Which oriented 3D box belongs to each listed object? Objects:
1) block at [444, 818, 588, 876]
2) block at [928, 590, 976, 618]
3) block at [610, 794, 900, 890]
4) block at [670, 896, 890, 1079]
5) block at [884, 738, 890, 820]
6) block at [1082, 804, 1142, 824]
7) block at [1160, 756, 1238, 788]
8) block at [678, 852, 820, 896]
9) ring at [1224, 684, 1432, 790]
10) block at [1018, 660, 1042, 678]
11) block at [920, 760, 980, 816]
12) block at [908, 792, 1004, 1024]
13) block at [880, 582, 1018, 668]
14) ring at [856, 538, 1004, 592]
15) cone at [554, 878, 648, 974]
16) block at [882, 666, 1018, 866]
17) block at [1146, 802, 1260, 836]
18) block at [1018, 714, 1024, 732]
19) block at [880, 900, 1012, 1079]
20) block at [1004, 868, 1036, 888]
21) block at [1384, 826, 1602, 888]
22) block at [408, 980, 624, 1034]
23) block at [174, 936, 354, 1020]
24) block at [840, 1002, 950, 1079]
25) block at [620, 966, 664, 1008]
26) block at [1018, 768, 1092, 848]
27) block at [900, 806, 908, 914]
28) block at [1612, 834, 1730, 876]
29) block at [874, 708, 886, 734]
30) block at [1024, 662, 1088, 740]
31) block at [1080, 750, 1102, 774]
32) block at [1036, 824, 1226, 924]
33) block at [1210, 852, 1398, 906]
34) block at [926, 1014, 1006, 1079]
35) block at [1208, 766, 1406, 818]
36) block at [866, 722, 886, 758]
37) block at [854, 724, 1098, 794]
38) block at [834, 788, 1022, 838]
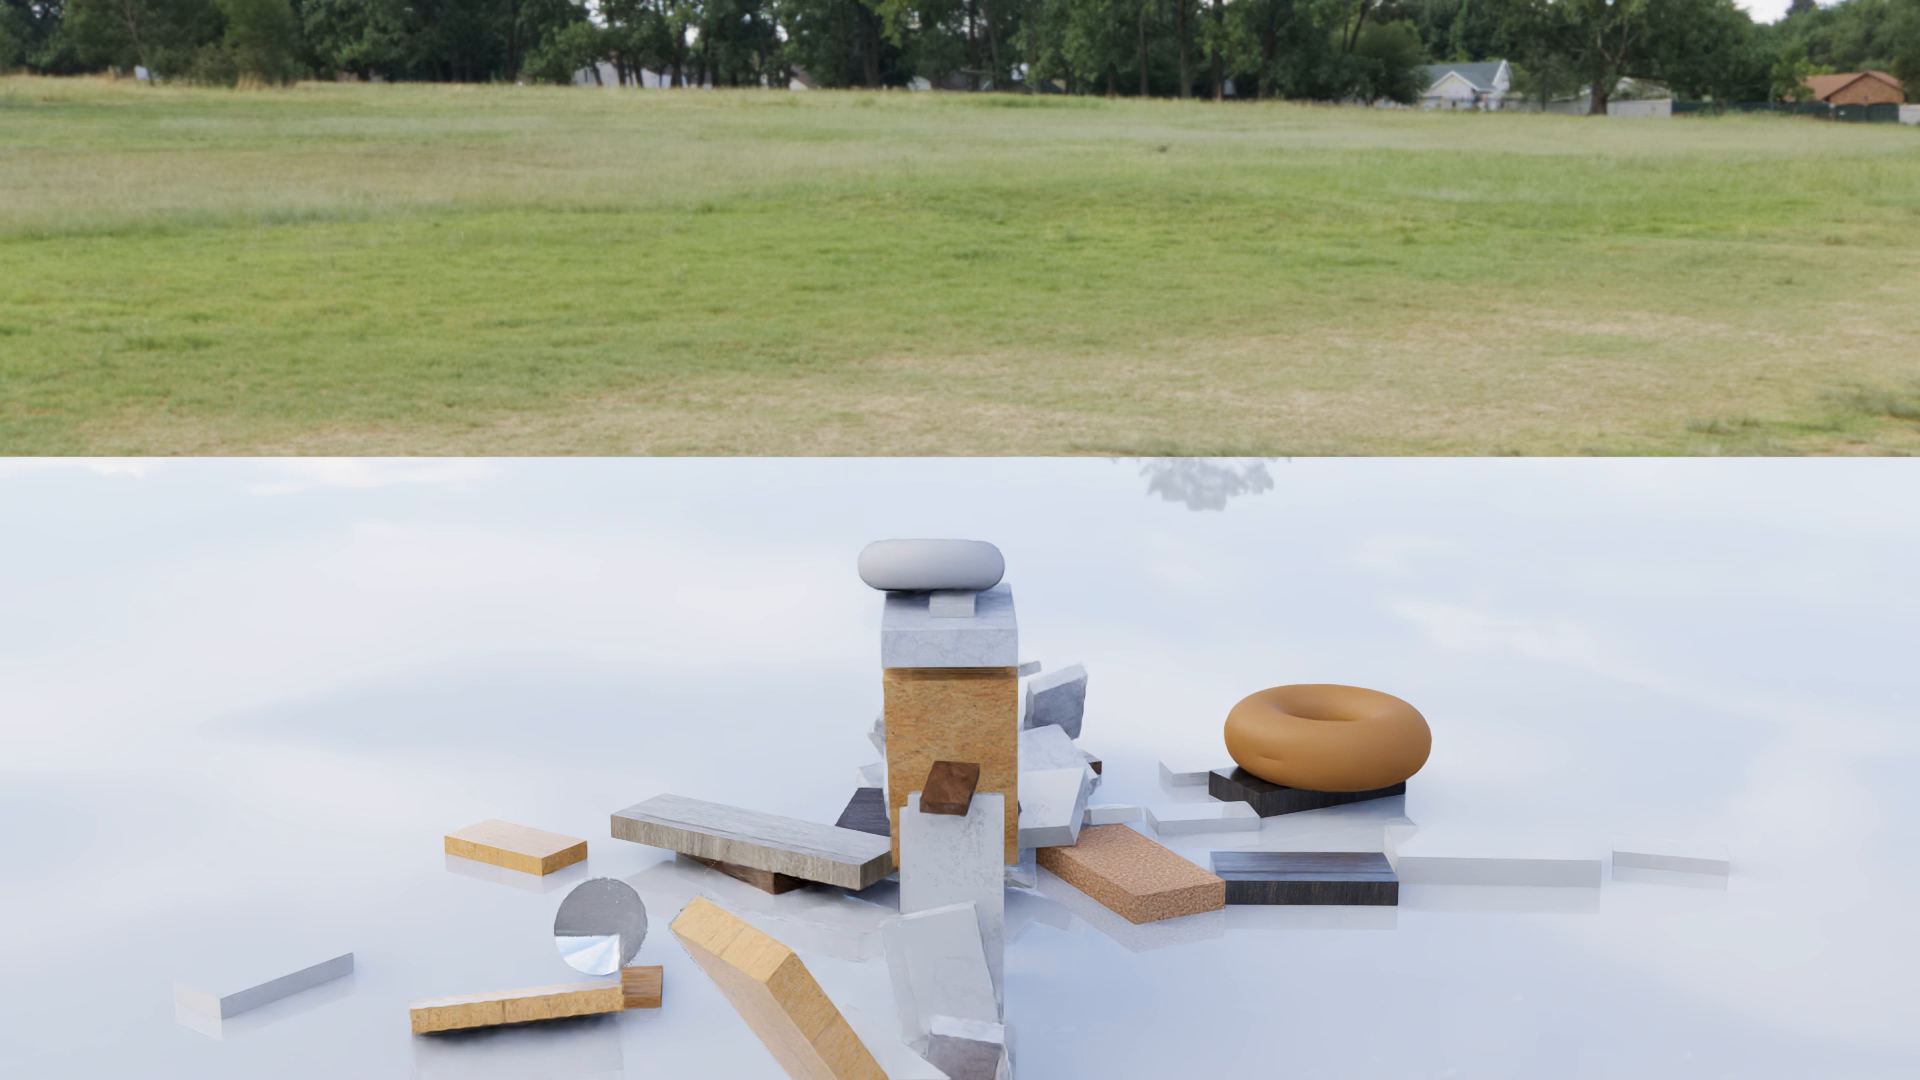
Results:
[{"bbox_3d":[-0.779,0.538,3.858,0.230,0.033,0.115,7,12,32],"label":"block"},{"bbox_3d":[-0.009,0.087,3.001,0.061,0.017,0.121,0,9,2],"label":"block"},{"bbox_3d":[-0.346,0.511,3.753,0.522,0.042,0.148,6,12,31],"label":"block"},{"bbox_3d":[-0.131,0.588,2.394,0.155,0.541,0.044,19,59,43],"label":"block"},{"bbox_3d":[-0.051,0.407,3.875,0.160,0.045,0.320,-8,12,0],"label":"block"},{"bbox_3d":[0.261,0.495,3.975,0.093,0.026,0.185,-2,-5,-10],"label":"block"},{"bbox_3d":[0.497,0.454,4.327,0.190,0.027,0.095,-2,11,-11],"label":"block"},{"bbox_3d":[-0.349,0.542,3.813,0.148,0.042,0.295,-9,14,-40],"label":"block"},{"bbox_3d":[0.703,0.376,4.210,0.394,0.131,0.394,0,12,0],"label":"ring"},{"bbox_3d":[0.079,0.283,4.642,0.175,0.025,0.087,-12,0,44],"label":"block"},{"bbox_3d":[-0.013,0.323,2.869,0.061,0.017,0.121,3,20,8],"label":"block"},{"bbox_3d":[-0.005,0.532,2.890,0.125,0.398,0.035,0,1,1],"label":"block"},{"bbox_3d":[-0.015,0.114,3.047,0.179,0.051,0.358,-1,9,0],"label":"block"},{"bbox_3d":[-0.041,0.036,3.080,0.208,0.069,0.208,0,-3,0],"label":"ring"},{"bbox_3d":[-0.531,0.606,3.391,0.146,0.146,0.146,2,-18,11],"label":"cone"},{"bbox_3d":[-0.010,0.310,3.043,0.179,0.358,0.051,0,39,1],"label":"block"},{"bbox_3d":[0.444,0.509,4.029,0.190,0.027,0.095,-2,11,-8],"label":"block"},{"bbox_3d":[0.081,0.399,4.628,0.087,0.025,0.175,5,12,26],"label":"block"},{"bbox_3d":[-0.017,0.604,2.848,0.125,0.250,0.035,-12,4,2],"label":"block"},{"bbox_3d":[0.059,0.559,3.652,0.123,0.017,0.062,-5,-26,43],"label":"block"},{"bbox_3d":[0.913,0.544,3.787,0.339,0.048,0.170,1,11,3],"label":"block"},{"bbox_3d":[-0.631,0.660,3.118,0.291,0.033,0.115,-3,-5,-16],"label":"block"},{"bbox_3d":[-1.032,0.648,3.267,0.115,0.033,0.230,8,13,37],"label":"block"},{"bbox_3d":[-0.048,0.652,2.499,0.155,0.310,0.044,29,65,33],"label":"block"},{"bbox_3d":[-0.471,0.660,3.247,0.061,0.017,0.121,-1,11,-6],"label":"block"},{"bbox_3d":[0.063,0.476,3.851,0.310,0.044,0.155,-7,32,20],"label":"block"},{"bbox_3d":[-0.017,0.482,2.931,0.125,0.250,0.035,0,0,1],"label":"block"},{"bbox_3d":[1.234,0.547,3.824,0.190,0.027,0.095,3,11,16],"label":"block"},{"bbox_3d":[-0.073,0.289,4.110,0.093,0.026,0.314,12,23,10],"label":"block"},{"bbox_3d":[0.185,0.334,4.314,0.113,0.226,0.032,-19,56,-15],"label":"block"},{"bbox_3d":[0.177,0.448,4.360,0.185,0.026,0.093,-4,11,-21],"label":"block"},{"bbox_3d":[0.283,0.559,3.706,0.170,0.048,0.339,-5,12,-26],"label":"block"},{"bbox_3d":[0.573,0.566,3.683,0.295,0.042,0.148,0,11,1],"label":"block"},{"bbox_3d":[0.002,0.649,2.757,0.089,0.177,0.025,8,54,0],"label":"block"},{"bbox_3d":[0.667,0.464,4.216,0.339,0.048,0.170,-5,12,-27],"label":"block"},{"bbox_3d":[-0.073,0.342,4.245,0.032,0.113,0.227,-7,32,51],"label":"block"},{"bbox_3d":[0.032,0.446,4.072,0.430,0.044,0.155,-10,42,-28],"label":"block"},{"bbox_3d":[-0.065,0.497,3.796,0.310,0.044,0.155,-2,33,27],"label":"block"}]
